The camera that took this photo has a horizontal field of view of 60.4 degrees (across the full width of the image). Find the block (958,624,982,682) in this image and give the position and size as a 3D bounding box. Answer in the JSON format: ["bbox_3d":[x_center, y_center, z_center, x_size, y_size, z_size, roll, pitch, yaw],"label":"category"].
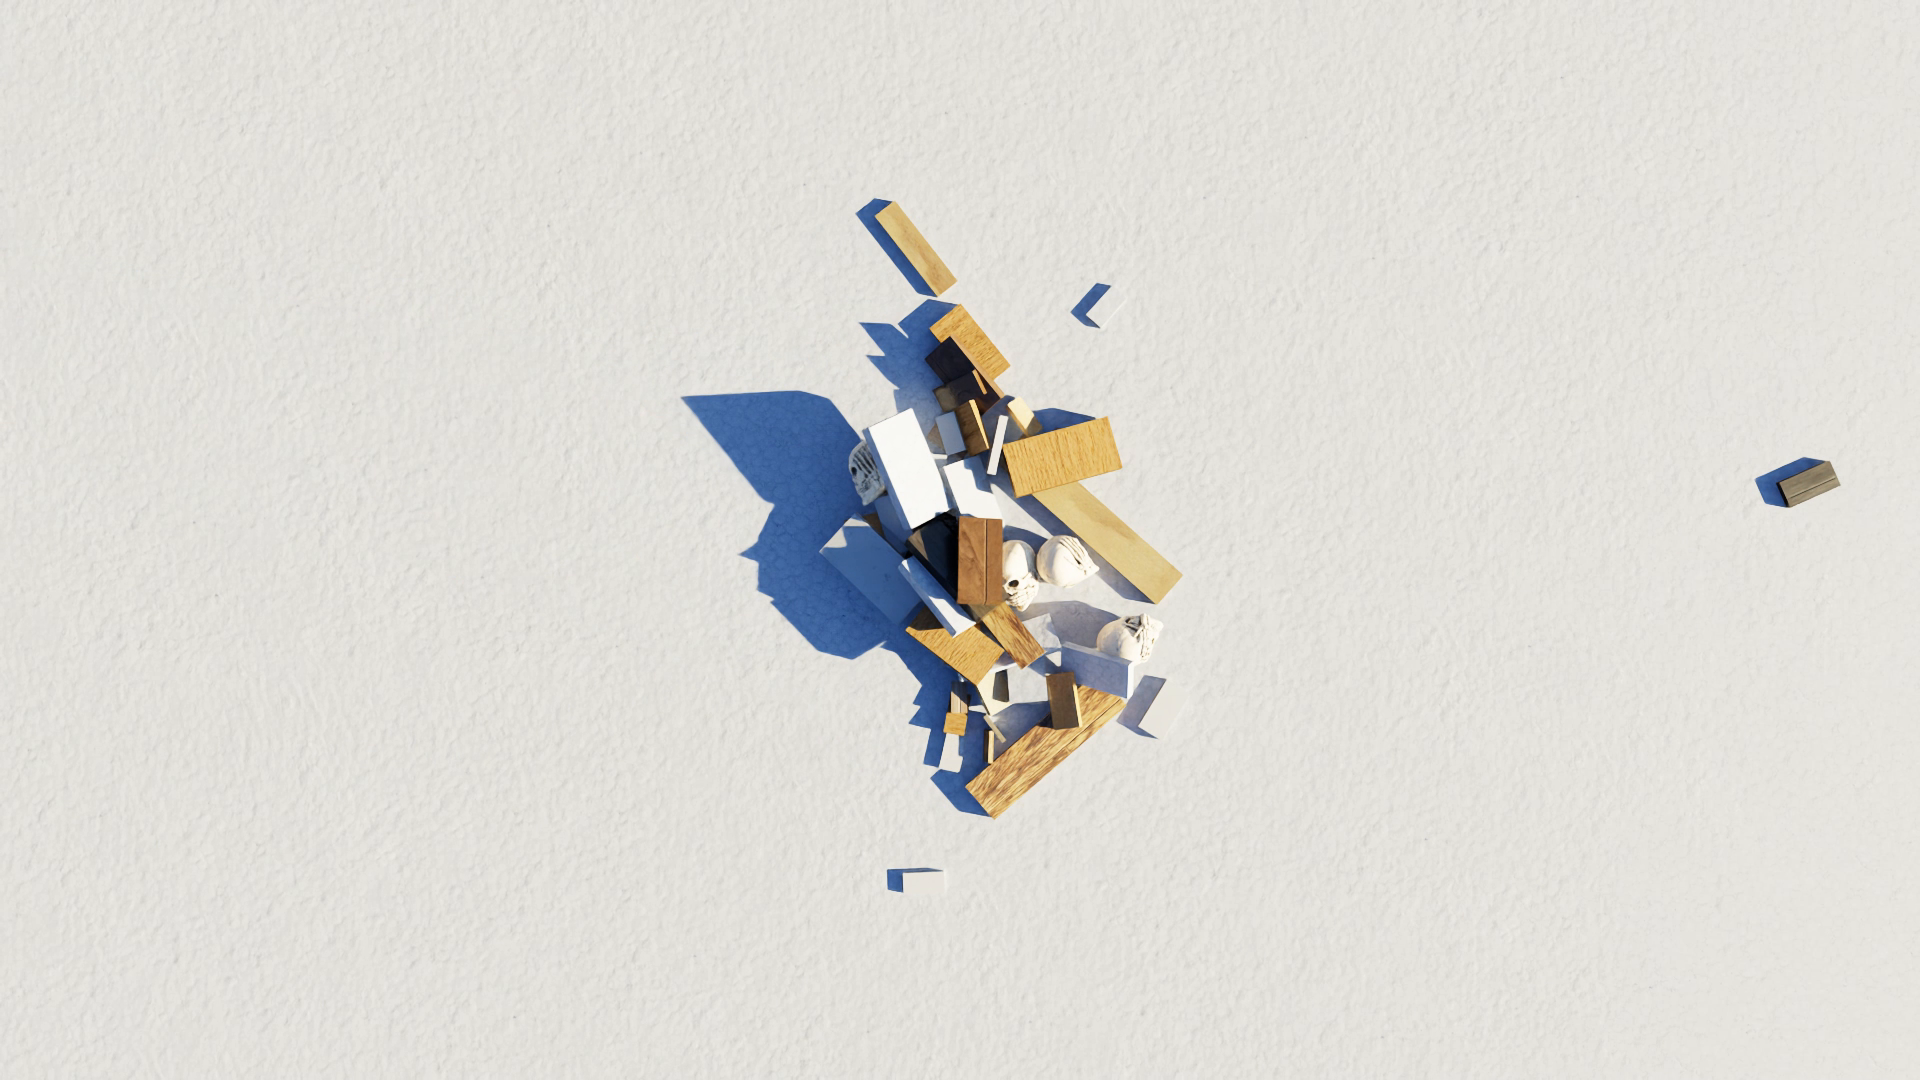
[{"bbox_3d":[0.032,0.362,5.468,0.099,0.028,0.199,-9,90,-22],"label":"block"}]

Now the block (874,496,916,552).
[{"bbox_3d":[-0.209,-0.056,5.444,0.097,0.027,0.193,-16,97,19],"label":"block"}]

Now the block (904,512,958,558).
[{"bbox_3d":[-0.096,0.021,5.469,0.123,0.035,0.246,25,90,13],"label":"block"}]

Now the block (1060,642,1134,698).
[{"bbox_3d":[0.447,0.425,5.397,0.250,0.035,0.125,15,120,30],"label":"block"}]

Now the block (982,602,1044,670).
[{"bbox_3d":[0.135,0.266,5.401,0.097,0.027,0.335,-37,78,-8],"label":"block"}]

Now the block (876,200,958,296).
[{"bbox_3d":[-0.145,-0.968,5.488,0.085,0.024,0.340,-38,90,0],"label":"block"}]

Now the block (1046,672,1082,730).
[{"bbox_3d":[0.342,0.529,5.430,0.091,0.026,0.183,-10,86,24],"label":"block"}]

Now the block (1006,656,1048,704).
[{"bbox_3d":[0.217,0.412,5.460,0.125,0.035,0.250,-4,80,0],"label":"block"}]

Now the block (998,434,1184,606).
[{"bbox_3d":[0.432,-0.069,5.481,0.708,0.038,0.133,42,90,0],"label":"block"}]

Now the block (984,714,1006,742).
[{"bbox_3d":[0.114,0.624,5.474,0.015,0.053,0.105,-37,90,0],"label":"block"}]

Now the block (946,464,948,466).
[{"bbox_3d":[-0.142,-0.167,5.483,0.123,0.035,0.246,33,90,0],"label":"block"}]

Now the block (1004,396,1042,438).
[{"bbox_3d":[0.213,-0.406,5.472,0.067,0.019,0.133,-37,90,-38],"label":"block"}]

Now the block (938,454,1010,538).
[{"bbox_3d":[0.045,-0.124,5.447,0.143,0.040,0.285,-21,90,-30],"label":"block"}]

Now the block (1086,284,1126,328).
[{"bbox_3d":[0.488,-0.777,5.491,0.067,0.019,0.133,42,90,0],"label":"block"}]

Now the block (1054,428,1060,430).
[{"bbox_3d":[0.376,-0.320,5.490,0.142,0.020,0.071,16,90,0],"label":"block"}]

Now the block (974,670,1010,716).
[{"bbox_3d":[0.097,0.470,5.457,0.099,0.028,0.199,-28,97,-21],"label":"block"}]

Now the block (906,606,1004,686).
[{"bbox_3d":[-0.017,0.329,5.365,0.293,0.042,0.147,38,79,5],"label":"block"}]

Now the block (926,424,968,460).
[{"bbox_3d":[-0.035,-0.329,5.490,0.142,0.020,0.071,34,90,0],"label":"block"}]

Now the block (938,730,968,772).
[{"bbox_3d":[-0.021,0.699,5.490,0.069,0.020,0.138,13,90,0],"label":"block"}]

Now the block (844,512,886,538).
[{"bbox_3d":[-0.296,0.039,5.483,0.123,0.035,0.246,-14,90,0],"label":"block"}]

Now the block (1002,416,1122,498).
[{"bbox_3d":[0.335,-0.273,5.440,0.365,0.050,0.177,-16,86,-6],"label":"block"}]

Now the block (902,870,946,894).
[{"bbox_3d":[-0.120,1.139,5.490,0.138,0.020,0.069,-3,90,0],"label":"block"}]

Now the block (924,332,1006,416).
[{"bbox_3d":[0.016,-0.538,5.448,0.133,0.038,0.265,-39,90,34],"label":"block"}]

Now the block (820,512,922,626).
[{"bbox_3d":[-0.273,0.094,5.432,0.354,0.050,0.177,43,96,4],"label":"block"}]

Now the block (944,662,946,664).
[{"bbox_3d":[-0.029,0.369,5.480,0.046,0.013,0.092,5,85,-26],"label":"block"}]

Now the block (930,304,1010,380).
[{"bbox_3d":[0.034,-0.640,5.481,0.133,0.038,0.266,-39,90,0],"label":"block"}]

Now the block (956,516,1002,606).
[{"bbox_3d":[0.064,0.067,5.328,0.143,0.040,0.285,3,68,-6],"label":"block"}]

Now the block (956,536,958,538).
[{"bbox_3d":[0.021,-0.008,5.473,0.061,0.017,0.122,-19,77,10],"label":"block"}]

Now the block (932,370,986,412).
[{"bbox_3d":[-0.002,-0.490,5.439,0.169,0.024,0.085,-22,99,32],"label":"block"}]

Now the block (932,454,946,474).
[{"bbox_3d":[-0.117,-0.250,5.455,0.142,0.020,0.071,4,90,0],"label":"block"}]

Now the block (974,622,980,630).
[{"bbox_3d":[0.022,0.226,5.445,0.099,0.028,0.199,7,66,-2],"label":"block"}]

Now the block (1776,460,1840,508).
[{"bbox_3d":[2.822,-0.186,5.487,0.183,0.026,0.091,-24,90,0],"label":"block"}]

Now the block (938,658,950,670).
[{"bbox_3d":[-0.051,0.381,5.493,0.046,0.013,0.092,-8,90,0],"label":"block"}]

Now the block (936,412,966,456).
[{"bbox_3d":[-0.030,-0.352,5.461,0.067,0.019,0.133,-18,90,16],"label":"block"}]

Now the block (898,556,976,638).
[{"bbox_3d":[-0.054,0.163,5.362,0.147,0.042,0.293,-30,75,-34],"label":"block"}]

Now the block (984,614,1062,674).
[{"bbox_3d":[0.194,0.341,5.424,0.250,0.035,0.125,-18,67,-3],"label":"block"}]

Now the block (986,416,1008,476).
[{"bbox_3d":[0.120,-0.312,5.451,0.027,0.097,0.193,12,90,-4],"label":"block"}]

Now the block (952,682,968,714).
[{"bbox_3d":[-0.003,0.521,5.471,0.053,0.015,0.105,0,81,-2],"label":"block"}]

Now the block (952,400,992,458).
[{"bbox_3d":[0.040,-0.368,5.445,0.085,0.024,0.169,-24,85,42],"label":"block"}]

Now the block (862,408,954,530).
[{"bbox_3d":[-0.170,-0.230,5.371,0.177,0.050,0.354,-27,99,-31],"label":"block"}]

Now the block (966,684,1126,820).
[{"bbox_3d":[0.285,0.682,5.479,0.581,0.042,0.147,-41,90,0],"label":"block"}]

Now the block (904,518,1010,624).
[{"bbox_3d":[-0.011,0.098,5.367,0.354,0.040,0.143,47,55,9],"label":"block"}]

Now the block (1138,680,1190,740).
[{"bbox_3d":[0.679,0.564,5.487,0.091,0.026,0.183,32,90,0],"label":"block"}]

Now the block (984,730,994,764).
[{"bbox_3d":[0.094,0.684,5.473,0.015,0.053,0.105,2,90,-19],"label":"block"}]

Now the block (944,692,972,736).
[{"bbox_3d":[-0.009,0.577,5.479,0.069,0.020,0.138,11,81,0],"label":"block"}]
